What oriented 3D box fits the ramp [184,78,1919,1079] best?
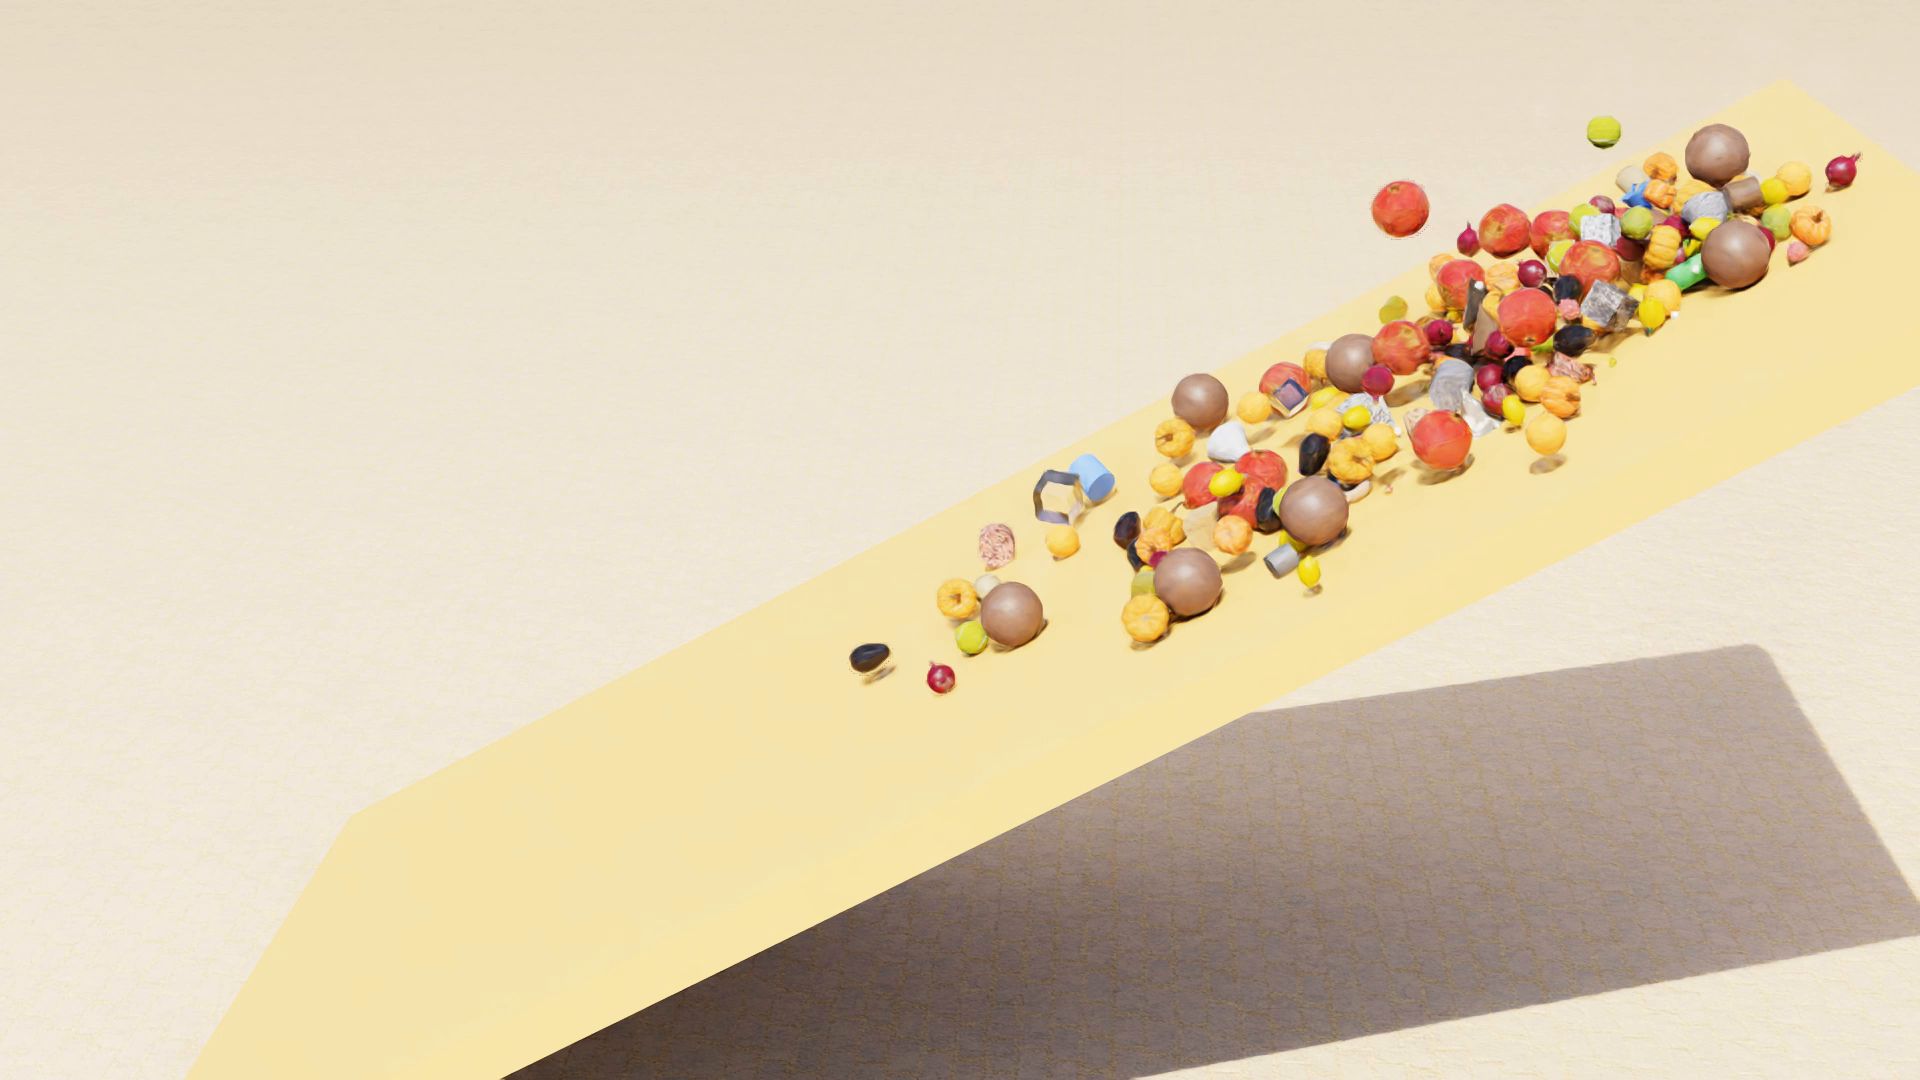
[{"bbox_3d":[0.141,0.167,6.282,4.000,0.100,2.000,-27,14,11],"label":"ramp"}]

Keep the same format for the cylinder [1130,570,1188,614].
[{"bbox_3d":[0.382,0.099,5.657,0.081,0.081,0.081,-8,4,-24],"label":"cylinder"}]

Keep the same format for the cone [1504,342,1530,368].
[{"bbox_3d":[1.124,-0.377,5.912,0.054,0.054,0.054,6,14,19],"label":"cone"}]

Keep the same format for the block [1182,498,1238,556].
[{"bbox_3d":[0.499,-0.025,5.884,0.072,0.072,0.072,-22,16,30],"label":"block"}]

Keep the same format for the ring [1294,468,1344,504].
[{"bbox_3d":[0.710,-0.106,5.818,0.109,0.036,0.109,-27,14,8],"label":"ring"}]

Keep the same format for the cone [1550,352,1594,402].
[{"bbox_3d":[1.148,-0.301,5.604,0.087,0.087,0.087,31,4,-2],"label":"cone"}]

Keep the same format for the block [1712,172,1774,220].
[{"bbox_3d":[1.605,-0.705,6.031,0.071,0.071,0.071,-34,15,-17],"label":"block"}]

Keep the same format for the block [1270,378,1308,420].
[{"bbox_3d":[0.683,-0.293,6.102,0.053,0.053,0.053,-42,-13,-12],"label":"block"}]

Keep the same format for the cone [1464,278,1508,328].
[{"bbox_3d":[1.081,-0.482,6.159,0.098,0.098,0.098,33,3,-2],"label":"cone"}]

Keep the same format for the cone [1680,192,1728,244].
[{"bbox_3d":[1.480,-0.617,5.794,0.099,0.099,0.099,-1,49,-4],"label":"cone"}]

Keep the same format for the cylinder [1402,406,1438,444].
[{"bbox_3d":[0.871,-0.218,5.569,0.050,0.050,0.050,-9,64,-25],"label":"cylinder"}]

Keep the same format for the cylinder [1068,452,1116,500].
[{"bbox_3d":[0.293,-0.141,6.551,0.077,0.077,0.077,-13,46,-36],"label":"cylinder"}]

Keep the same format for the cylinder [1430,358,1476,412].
[{"bbox_3d":[0.983,-0.309,5.874,0.081,0.081,0.081,5,29,16],"label":"cylinder"}]

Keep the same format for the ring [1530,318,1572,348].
[{"bbox_3d":[1.195,-0.419,5.939,0.089,0.030,0.089,-24,18,8],"label":"ring"}]

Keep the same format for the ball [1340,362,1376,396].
[{"bbox_3d":[0.850,-0.344,6.279,0.075,0.075,0.075,0,18,0],"label":"ball"}]

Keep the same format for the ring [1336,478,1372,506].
[{"bbox_3d":[0.761,-0.092,5.688,0.077,0.026,0.077,-28,12,7],"label":"ring"}]

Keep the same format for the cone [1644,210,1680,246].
[{"bbox_3d":[1.461,-0.646,6.188,0.074,0.074,0.074,34,14,-10],"label":"cone"}]

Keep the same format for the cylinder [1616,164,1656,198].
[{"bbox_3d":[1.427,-0.749,6.209,0.063,0.063,0.063,-7,43,-22],"label":"cylinder"}]

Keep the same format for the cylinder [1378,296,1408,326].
[{"bbox_3d":[0.981,-0.517,6.660,0.053,0.053,0.053,9,33,25],"label":"cylinder"}]

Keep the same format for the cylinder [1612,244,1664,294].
[{"bbox_3d":[1.364,-0.546,5.914,0.072,0.072,0.072,38,5,-22],"label":"cylinder"}]

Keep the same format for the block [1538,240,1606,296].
[{"bbox_3d":[1.272,-0.566,6.119,0.085,0.085,0.085,25,-7,-22],"label":"block"}]

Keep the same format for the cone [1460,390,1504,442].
[{"bbox_3d":[0.985,-0.253,5.661,0.092,0.092,0.092,-28,14,8],"label":"cone"}]

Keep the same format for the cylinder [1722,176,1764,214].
[{"bbox_3d":[1.503,-0.662,5.647,0.060,0.060,0.060,-17,18,3],"label":"cylinder"}]

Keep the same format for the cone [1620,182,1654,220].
[{"bbox_3d":[1.424,-0.697,6.125,0.071,0.071,0.071,-34,8,5],"label":"cone"}]

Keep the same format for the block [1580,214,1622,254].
[{"bbox_3d":[1.298,-0.620,5.956,0.064,0.064,0.064,-3,-10,33],"label":"block"}]

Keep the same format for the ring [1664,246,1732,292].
[{"bbox_3d":[1.446,-0.532,5.761,0.140,0.047,0.140,-28,-4,-2],"label":"ring"}]

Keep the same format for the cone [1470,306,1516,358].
[{"bbox_3d":[1.064,-0.431,5.943,0.098,0.098,0.098,-16,-10,-3],"label":"cone"}]

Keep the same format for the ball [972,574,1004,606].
[{"bbox_3d":[0.060,0.107,6.309,0.068,0.068,0.068,0,18,0],"label":"ball"}]

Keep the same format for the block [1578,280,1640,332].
[{"bbox_3d":[1.249,-0.449,5.655,0.069,0.069,0.069,7,27,-49],"label":"block"}]

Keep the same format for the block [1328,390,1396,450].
[{"bbox_3d":[0.818,-0.244,5.982,0.083,0.083,0.083,-38,16,-29],"label":"block"}]

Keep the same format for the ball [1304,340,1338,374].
[{"bbox_3d":[0.809,-0.408,6.580,0.076,0.076,0.076,0,18,0],"label":"ball"}]

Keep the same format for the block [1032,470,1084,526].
[{"bbox_3d":[0.216,-0.094,6.470,0.082,0.082,0.082,10,43,22],"label":"block"}]
